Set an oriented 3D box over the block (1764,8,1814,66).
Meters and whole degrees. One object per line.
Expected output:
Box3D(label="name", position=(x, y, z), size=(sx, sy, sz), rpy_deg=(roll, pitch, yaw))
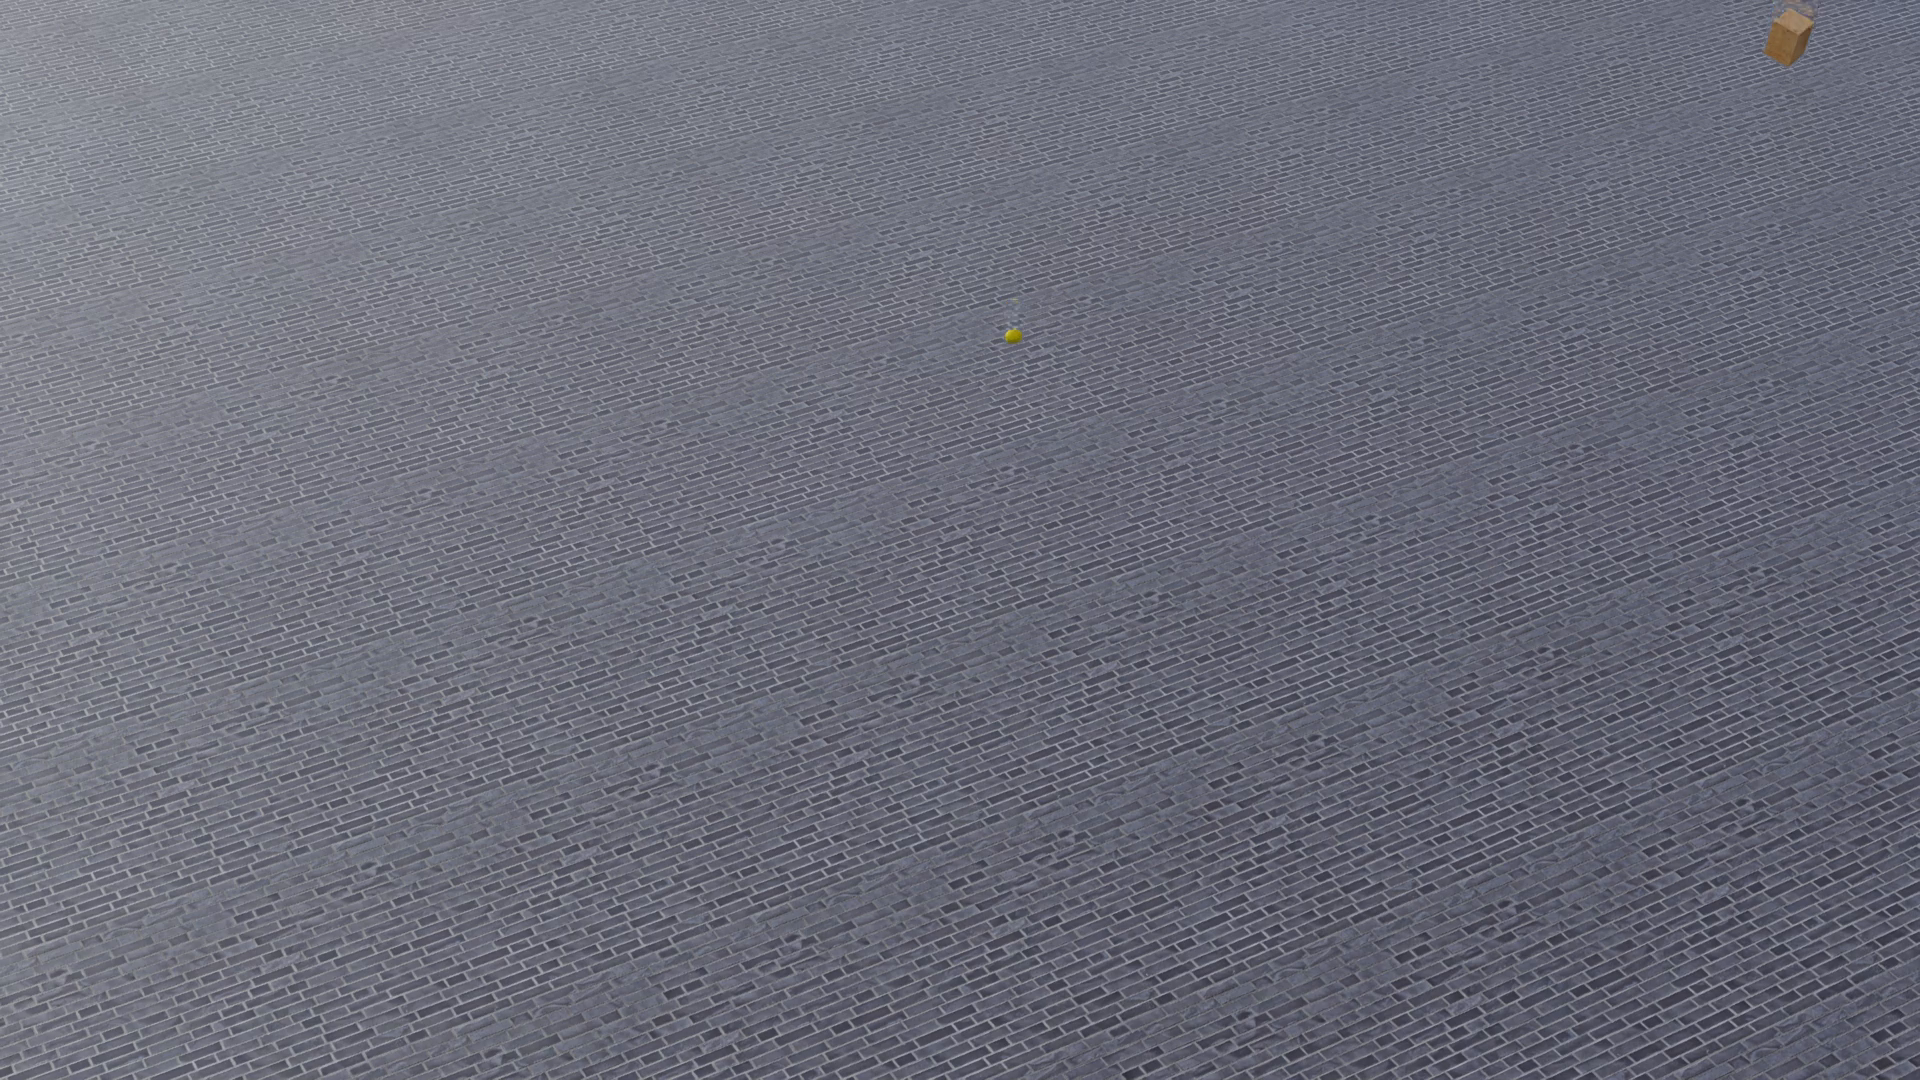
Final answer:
Box3D(label="block", position=(2.617, -1.586, 9.258), size=(0.093, 0.134, 0.088), rpy_deg=(38, 60, 24))
